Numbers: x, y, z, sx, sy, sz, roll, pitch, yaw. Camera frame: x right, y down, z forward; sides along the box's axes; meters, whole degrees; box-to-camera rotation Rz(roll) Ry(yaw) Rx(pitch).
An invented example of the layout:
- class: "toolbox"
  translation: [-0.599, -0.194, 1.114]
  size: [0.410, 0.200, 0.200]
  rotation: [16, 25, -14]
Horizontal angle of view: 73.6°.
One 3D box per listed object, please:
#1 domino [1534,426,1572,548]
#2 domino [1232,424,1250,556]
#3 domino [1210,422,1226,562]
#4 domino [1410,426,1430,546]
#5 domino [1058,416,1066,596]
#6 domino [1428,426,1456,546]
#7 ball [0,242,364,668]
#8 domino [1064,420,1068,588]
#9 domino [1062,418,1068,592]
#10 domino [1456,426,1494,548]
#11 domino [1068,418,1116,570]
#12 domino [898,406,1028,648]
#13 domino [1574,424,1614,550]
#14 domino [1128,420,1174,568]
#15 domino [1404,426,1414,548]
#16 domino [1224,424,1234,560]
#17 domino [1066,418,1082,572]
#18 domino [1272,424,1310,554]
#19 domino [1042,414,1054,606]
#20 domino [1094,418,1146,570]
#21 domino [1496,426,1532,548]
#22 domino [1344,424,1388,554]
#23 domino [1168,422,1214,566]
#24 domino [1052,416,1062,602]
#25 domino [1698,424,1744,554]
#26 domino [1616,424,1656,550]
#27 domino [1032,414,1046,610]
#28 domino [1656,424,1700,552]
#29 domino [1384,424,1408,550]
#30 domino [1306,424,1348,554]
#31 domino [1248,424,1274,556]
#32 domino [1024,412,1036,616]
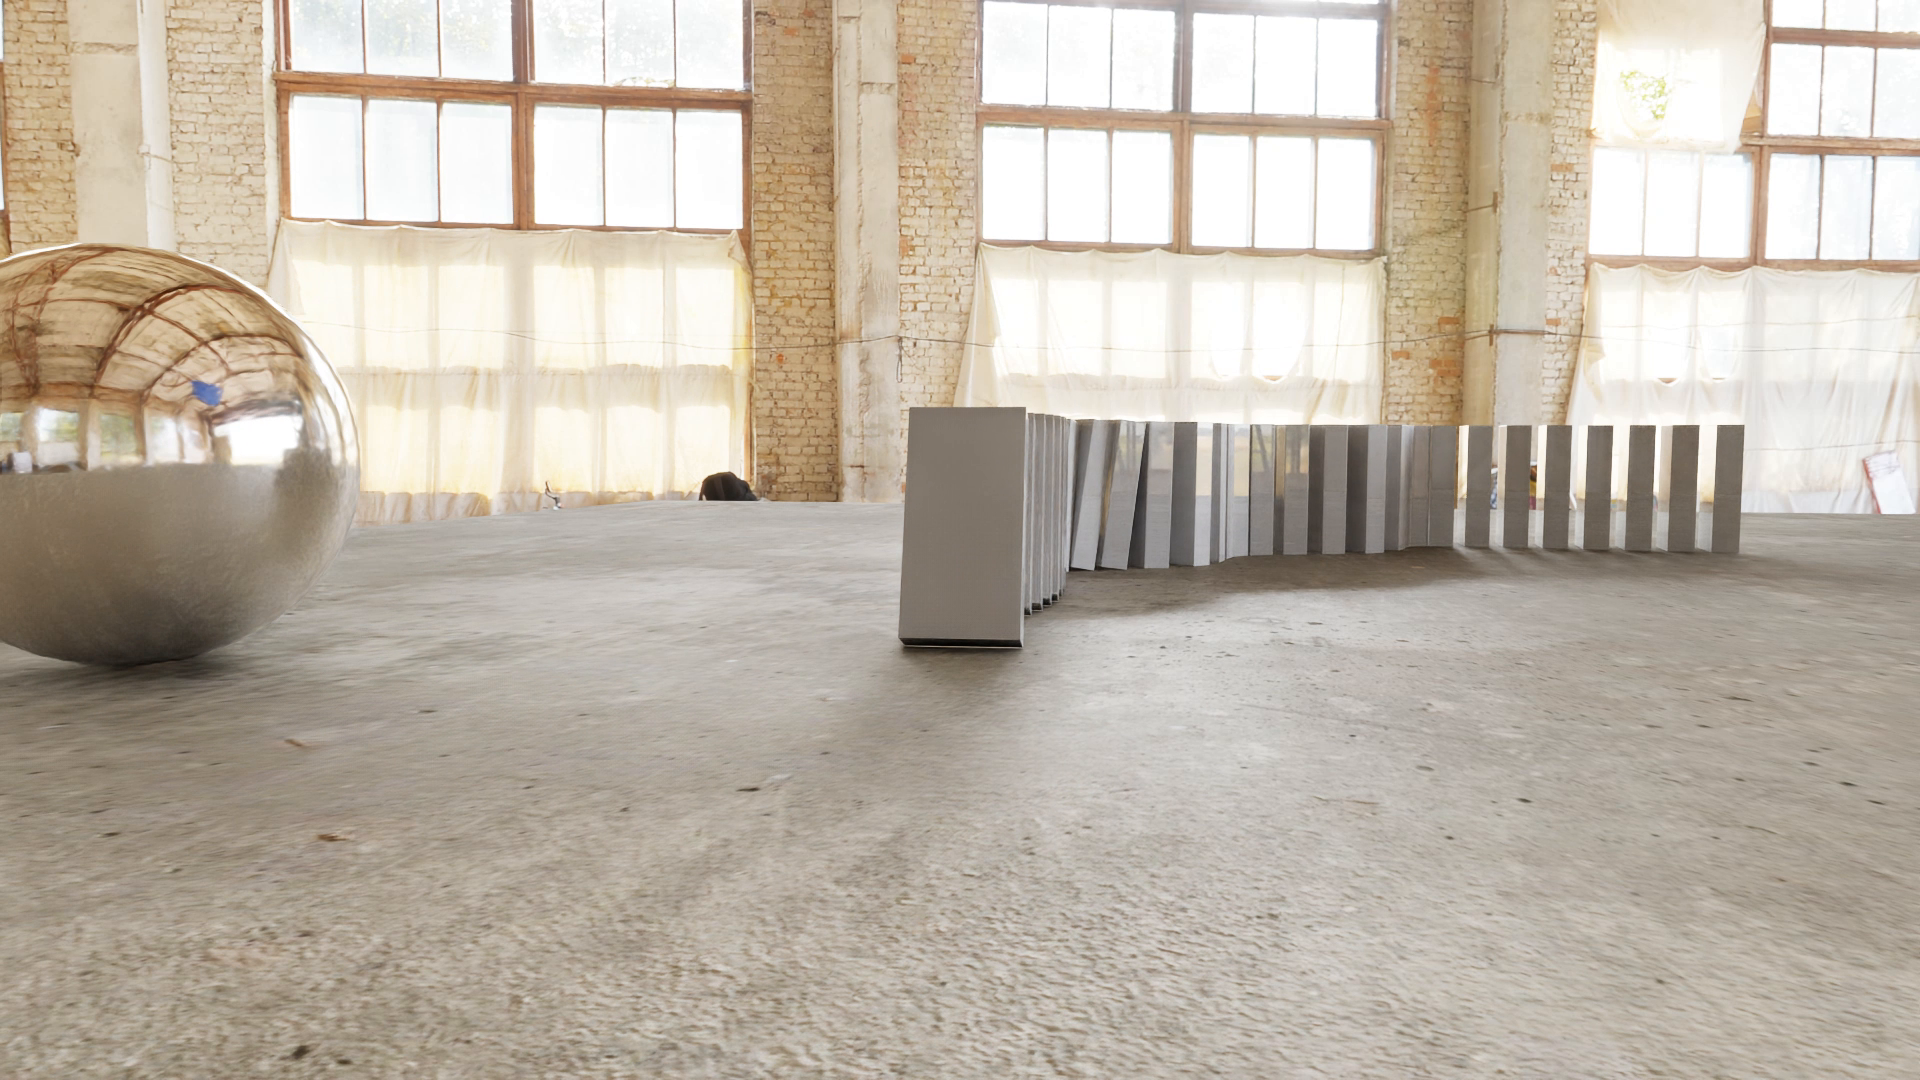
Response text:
- class: "domino"
  translation: [0.246, -0.022, 0.531]
  size: [0.009, 0.050, 0.025]
  rotation: [1, 5, 18]
- class: "domino"
  translation: [0.098, -0.019, 0.494]
  size: [0.010, 0.050, 0.025]
  rotation: [-4, 6, -39]
- class: "domino"
  translation: [0.083, -0.018, 0.468]
  size: [0.025, 0.050, 0.009]
  rotation: [2, 5, 23]
- class: "domino"
  translation: [0.187, -0.023, 0.543]
  size: [0.009, 0.050, 0.025]
  rotation: [-1, 4, -17]
- class: "domino"
  translation: [0.017, -0.010, 0.360]
  size: [0.025, 0.050, 0.009]
  rotation: [0, -15, 6]
- class: "domino"
  translation: [0.201, -0.023, 0.543]
  size: [0.010, 0.050, 0.025]
  rotation: [1, 4, 8]
- class: "ball"
  translation: [-0.158, -0.016, 0.245]
  size: [0.080, 0.080, 0.080]
  rotation: [0, 4, 0]
- class: "domino"
  translation: [0.019, -0.011, 0.383]
  size: [0.025, 0.050, 0.010]
  rotation: [0, -21, 6]
- class: "domino"
  translation: [0.018, -0.010, 0.371]
  size: [0.025, 0.050, 0.009]
  rotation: [0, -16, 6]
- class: "domino"
  translation: [0.216, -0.023, 0.540]
  size: [0.009, 0.050, 0.025]
  rotation: [1, 4, 14]
- class: "domino"
  translation: [0.038, -0.016, 0.440]
  size: [0.009, 0.050, 0.025]
  rotation: [9, -2, -33]
- class: "domino"
  translation: [0.001, -0.003, 0.271]
  size: [0.025, 0.050, 0.010]
  rotation: [0, -15, 6]
- class: "domino"
  translation: [0.260, -0.022, 0.527]
  size: [0.010, 0.050, 0.025]
  rotation: [1, 5, 18]
- class: "domino"
  translation: [0.063, -0.016, 0.447]
  size: [0.009, 0.050, 0.025]
  rotation: [0, 4, -21]
- class: "domino"
  translation: [0.174, -0.022, 0.533]
  size: [0.025, 0.050, 0.009]
  rotation: [4, 6, 41]
- class: "domino"
  translation: [0.089, -0.019, 0.482]
  size: [0.025, 0.050, 0.009]
  rotation: [2, 5, 25]
- class: "domino"
  translation: [0.025, -0.015, 0.431]
  size: [0.025, 0.050, 0.010]
  rotation: [2, -8, 27]
- class: "domino"
  translation: [0.127, -0.020, 0.503]
  size: [0.009, 0.050, 0.025]
  rotation: [-1, 4, -9]
- class: "domino"
  translation: [0.012, -0.008, 0.340]
  size: [0.025, 0.050, 0.009]
  rotation: [0, -15, 6]
- class: "domino"
  translation: [0.051, -0.016, 0.444]
  size: [0.009, 0.050, 0.025]
  rotation: [7, 2, -19]
- class: "domino"
  translation: [0.231, -0.023, 0.536]
  size: [0.009, 0.050, 0.025]
  rotation: [1, 4, 16]
- class: "domino"
  translation: [0.156, -0.021, 0.510]
  size: [0.009, 0.050, 0.025]
  rotation: [-2, 5, -26]
- class: "domino"
  translation: [0.076, -0.017, 0.455]
  size: [0.025, 0.050, 0.009]
  rotation: [4, 5, 45]
- class: "domino"
  translation: [0.015, -0.009, 0.350]
  size: [0.025, 0.050, 0.009]
  rotation: [0, -15, 6]
- class: "domino"
  translation: [0.303, -0.021, 0.512]
  size: [0.010, 0.050, 0.025]
  rotation: [1, 5, 19]
- class: "domino"
  translation: [0.275, -0.022, 0.522]
  size: [0.009, 0.050, 0.025]
  rotation: [1, 5, 19]
- class: "domino"
  translation: [0.009, -0.007, 0.331]
  size: [0.025, 0.050, 0.009]
  rotation: [0, -15, 6]
- class: "domino"
  translation: [0.289, -0.021, 0.517]
  size: [0.009, 0.050, 0.025]
  rotation: [2, 5, 19]
- class: "domino"
  translation: [0.167, -0.022, 0.521]
  size: [0.025, 0.050, 0.010]
  rotation: [3, 5, 33]
- class: "domino"
  translation: [0.142, -0.020, 0.506]
  size: [0.009, 0.050, 0.025]
  rotation: [-1, 4, -11]
- class: "domino"
  translation: [0.112, -0.020, 0.500]
  size: [0.010, 0.050, 0.025]
  rotation: [-1, 4, -15]
- class: "domino"
  translation: [0.006, -0.007, 0.321]
  size: [0.025, 0.050, 0.009]
  rotation: [0, -15, 6]
